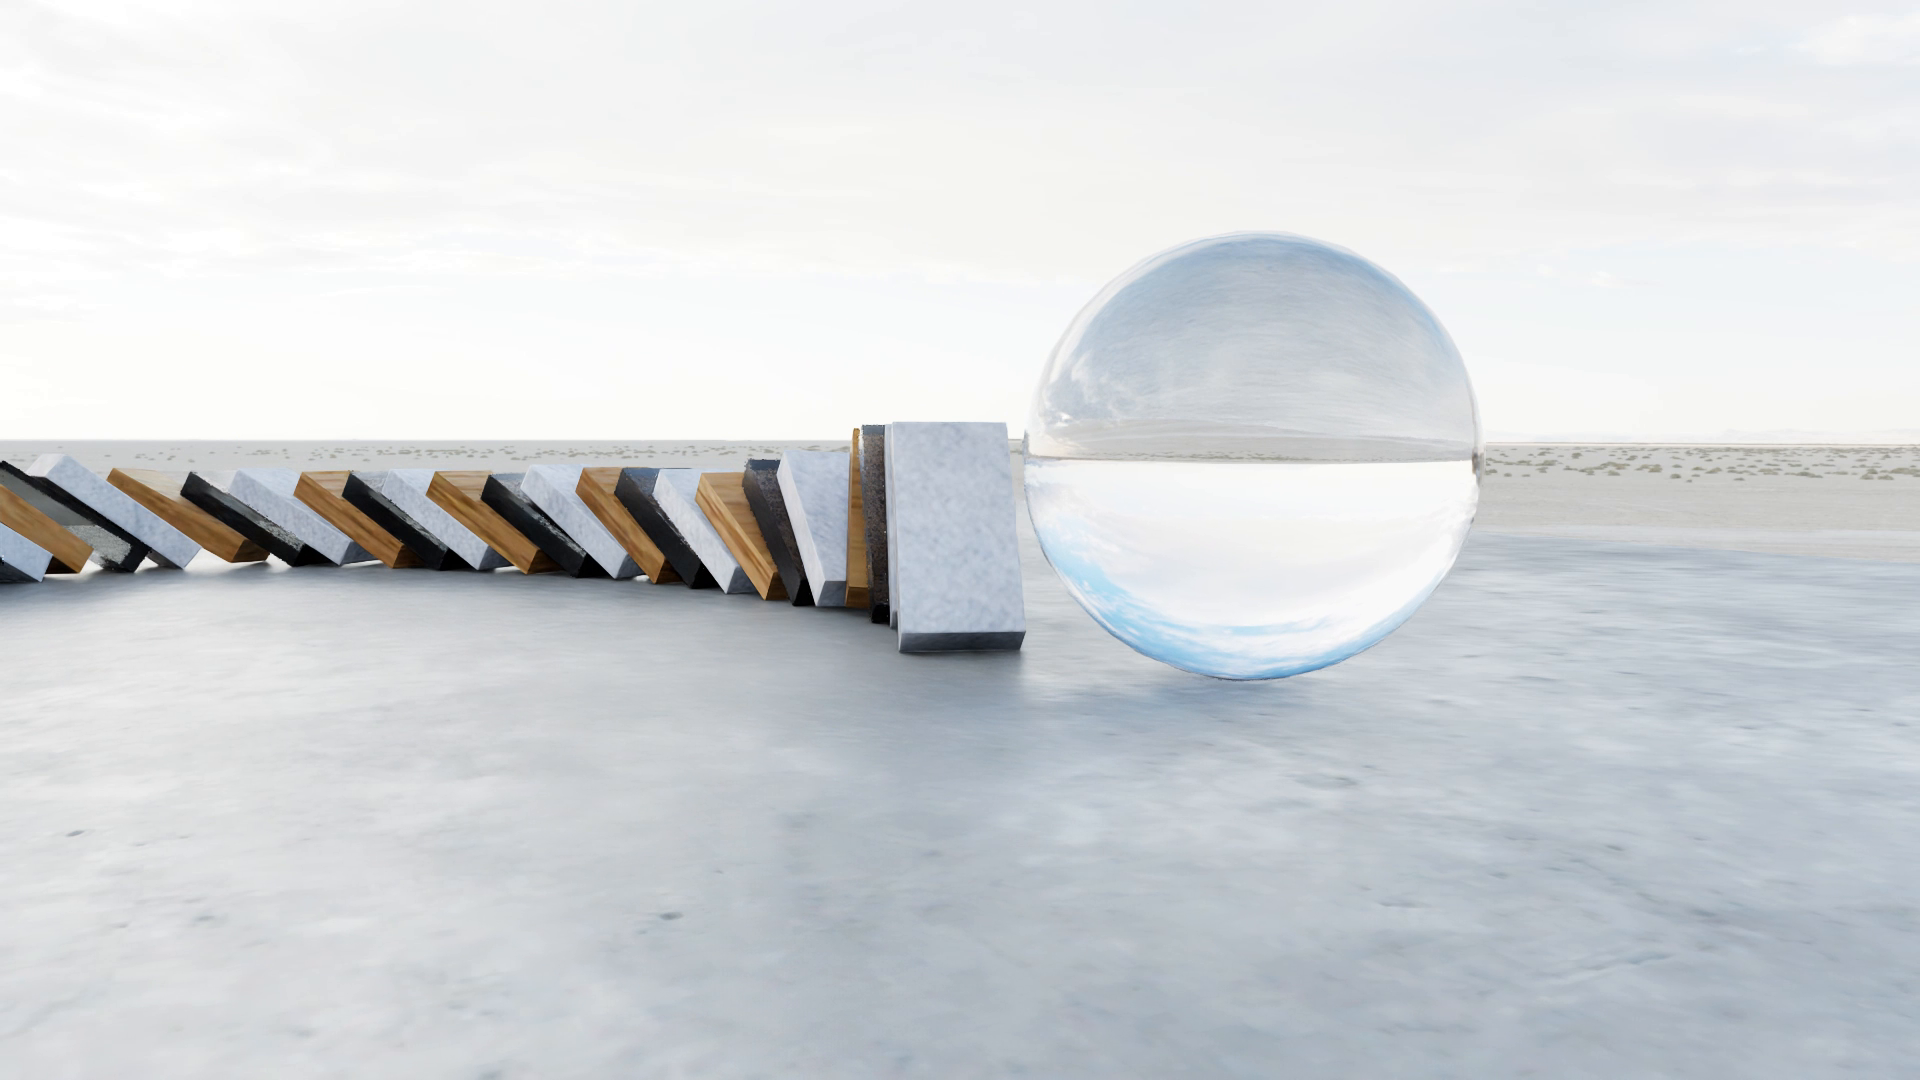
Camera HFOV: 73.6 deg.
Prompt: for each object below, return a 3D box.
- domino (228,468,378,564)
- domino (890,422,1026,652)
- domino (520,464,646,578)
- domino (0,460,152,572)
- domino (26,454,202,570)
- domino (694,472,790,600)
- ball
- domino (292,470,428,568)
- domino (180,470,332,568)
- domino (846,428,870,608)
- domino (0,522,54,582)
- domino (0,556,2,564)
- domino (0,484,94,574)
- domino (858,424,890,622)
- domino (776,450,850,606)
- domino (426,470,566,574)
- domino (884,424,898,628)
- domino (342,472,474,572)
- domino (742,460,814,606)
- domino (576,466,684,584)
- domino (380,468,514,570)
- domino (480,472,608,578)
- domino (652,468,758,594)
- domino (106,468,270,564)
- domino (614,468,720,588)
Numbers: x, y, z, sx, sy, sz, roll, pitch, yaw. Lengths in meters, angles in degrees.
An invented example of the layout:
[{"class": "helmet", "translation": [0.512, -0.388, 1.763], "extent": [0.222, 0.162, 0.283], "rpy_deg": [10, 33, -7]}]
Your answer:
[{"class": "domino", "translation": [-0.230, -0.009, 0.456], "extent": [0.050, 0.009, 0.025], "rpy_deg": [31, 9, 8]}, {"class": "domino", "translation": [-0.001, -0.001, 0.271], "extent": [0.025, 0.050, 0.009], "rpy_deg": [-1, -28, -7]}, {"class": "domino", "translation": [-0.117, -0.007, 0.417], "extent": [0.050, 0.009, 0.025], "rpy_deg": [38, 21, 23]}, {"class": "domino", "translation": [-0.294, -0.007, 0.417], "extent": [0.025, 0.009, 0.050], "rpy_deg": [3, -31, 37]}, {"class": "domino", "translation": [-0.283, -0.009, 0.430], "extent": [0.025, 0.010, 0.050], "rpy_deg": [4, -34, 40]}, {"class": "domino", "translation": [-0.054, -0.002, 0.370], "extent": [0.025, 0.009, 0.050], "rpy_deg": [-3, 37, -37]}, {"class": "ball", "translation": [0.051, -0.015, 0.231], "extent": [0.080, 0.080, 0.080], "rpy_deg": [0, 4, 0]}, {"class": "domino", "translation": [-0.207, -0.008, 0.453], "extent": [0.050, 0.009, 0.025], "rpy_deg": [32, 14, 16]}, {"class": "domino", "translation": [-0.247, -0.008, 0.458], "extent": [0.050, 0.009, 0.025], "rpy_deg": [31, 9, 7]}, {"class": "domino", "translation": [-0.016, -0.006, 0.330], "extent": [0.025, 0.050, 0.009], "rpy_deg": [4, -36, -9]}, {"class": "domino", "translation": [-0.299, -0.003, 0.378], "extent": [0.025, 0.009, 0.050], "rpy_deg": [1, -27, 8]}, {"class": "domino", "translation": [-0.296, -0.002, 0.357], "extent": [0.025, 0.009, 0.050], "rpy_deg": [-1, -28, -2]}, {"class": "domino", "translation": [-0.298, -0.007, 0.395], "extent": [0.025, 0.010, 0.050], "rpy_deg": [-2, -34, 16]}, {"class": "domino", "translation": [-0.011, -0.005, 0.316], "extent": [0.025, 0.050, 0.010], "rpy_deg": [-1, -28, -11]}, {"class": "domino", "translation": [-0.031, -0.004, 0.344], "extent": [0.025, 0.009, 0.050], "rpy_deg": [1, 44, -25]}, {"class": "domino", "translation": [-0.152, -0.007, 0.433], "extent": [0.050, 0.010, 0.025], "rpy_deg": [34, 16, 19]}, {"class": "domino", "translation": [-0.005, -0.004, 0.305], "extent": [0.025, 0.050, 0.009], "rpy_deg": [0, -28, -7]}, {"class": "domino", "translation": [-0.187, -0.007, 0.447], "extent": [0.050, 0.009, 0.025], "rpy_deg": [33, 16, 18]}, {"class": "domino", "translation": [-0.041, -0.003, 0.356], "extent": [0.025, 0.010, 0.050], "rpy_deg": [-2, 43, -29]}, {"class": "domino", "translation": [-0.098, -0.006, 0.408], "extent": [0.025, 0.009, 0.050], "rpy_deg": [-4, 38, -49]}, {"class": "domino", "translation": [-0.171, -0.008, 0.441], "extent": [0.050, 0.010, 0.025], "rpy_deg": [33, 16, 19]}, {"class": "domino", "translation": [-0.132, -0.006, 0.425], "extent": [0.050, 0.009, 0.025], "rpy_deg": [34, 19, 23]}, {"class": "domino", "translation": [-0.069, -0.004, 0.384], "extent": [0.025, 0.009, 0.050], "rpy_deg": [-3, 38, -42]}, {"class": "domino", "translation": [-0.271, -0.009, 0.453], "extent": [0.050, 0.009, 0.025], "rpy_deg": [30, 0, -3]}, {"class": "domino", "translation": [-0.083, -0.005, 0.396], "extent": [0.025, 0.009, 0.050], "rpy_deg": [-4, 38, -45]}]
